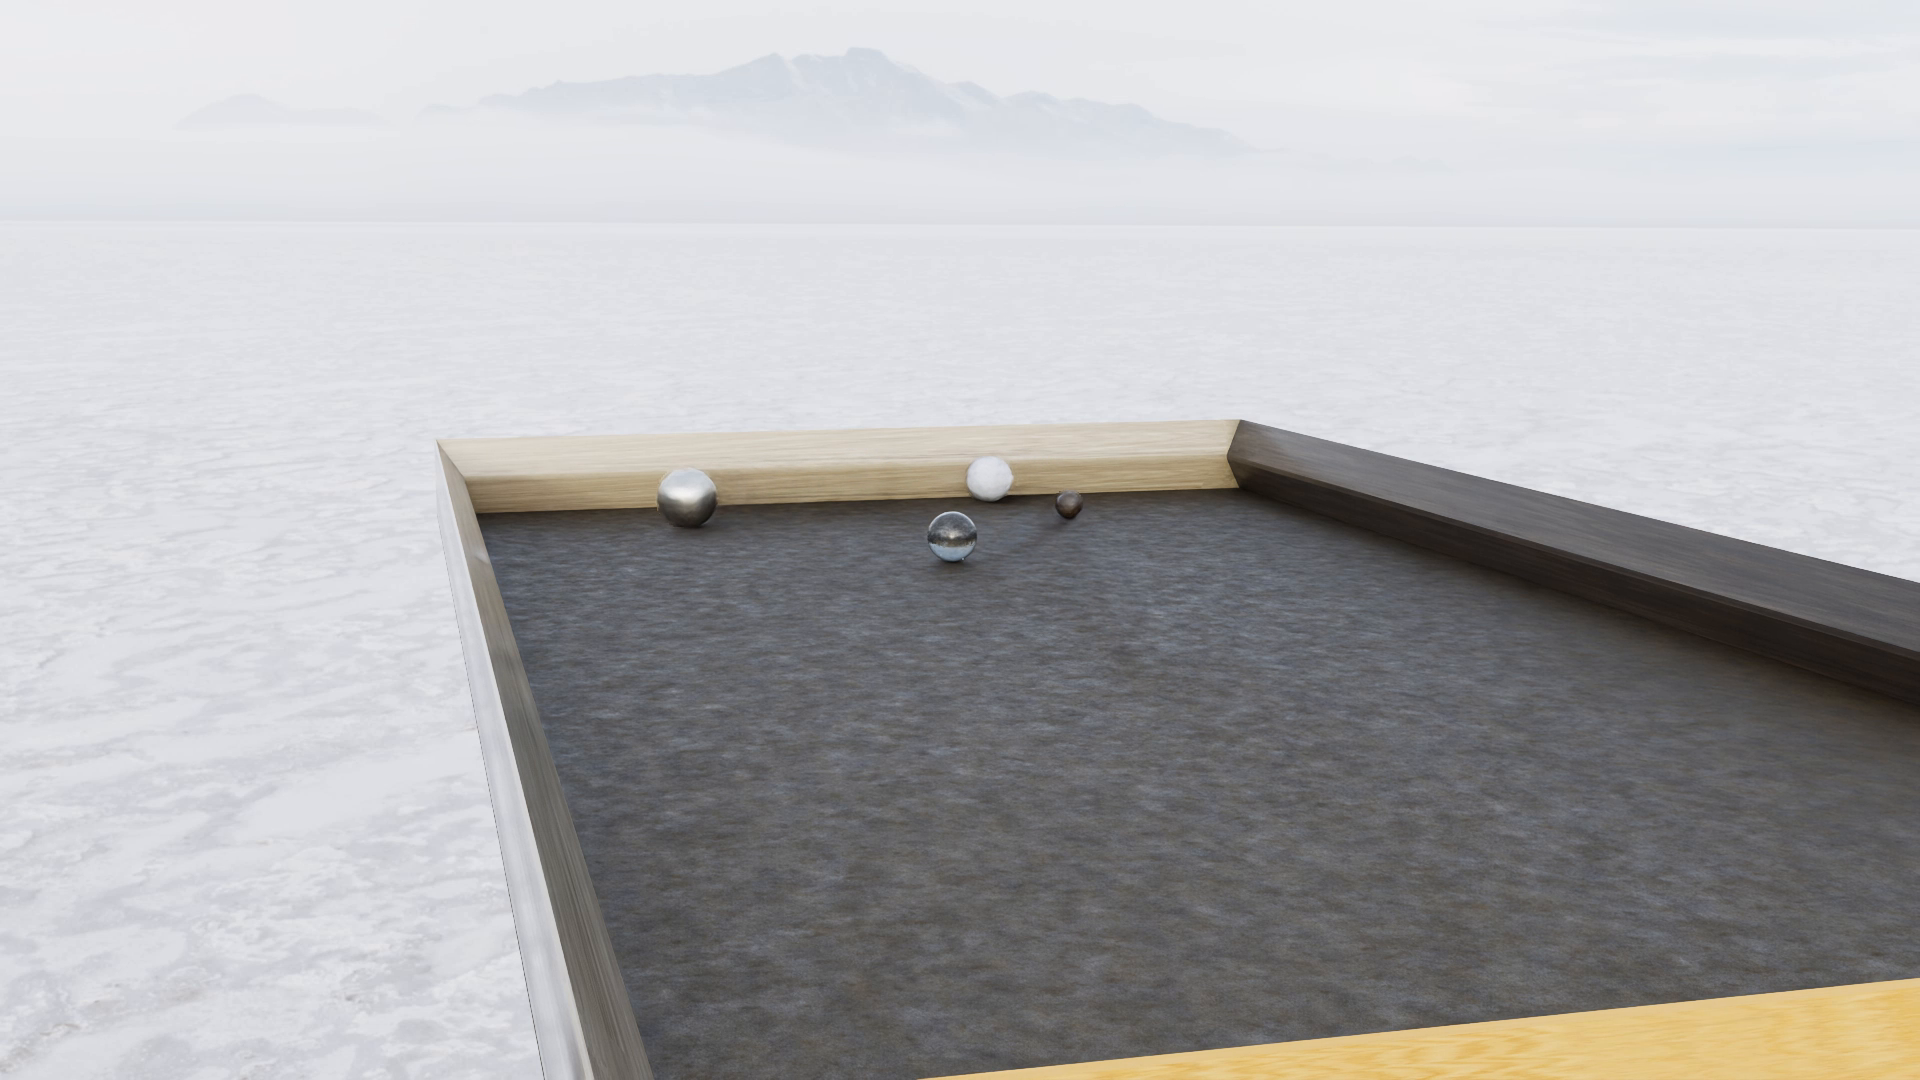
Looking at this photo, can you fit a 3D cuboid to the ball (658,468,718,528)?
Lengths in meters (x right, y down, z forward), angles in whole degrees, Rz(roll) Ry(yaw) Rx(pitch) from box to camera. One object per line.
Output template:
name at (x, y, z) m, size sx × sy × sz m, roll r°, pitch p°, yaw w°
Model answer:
ball at (-0.456, -0.071, 3.680) m, size 0.100 × 0.100 × 0.100 m, roll 0°, pitch 8°, yaw 0°

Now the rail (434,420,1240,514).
rail at (-0.183, -0.135, 3.999) m, size 1.500 × 0.130 × 0.045 m, roll -2°, pitch 9°, yaw -14°

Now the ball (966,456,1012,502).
ball at (0.054, -0.111, 4.002) m, size 0.085 × 0.085 × 0.085 m, roll 0°, pitch 8°, yaw 0°

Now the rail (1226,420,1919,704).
rail at (0.891, 0.048, 2.772) m, size 0.045 × 0.130 × 2.990 m, roll -2°, pitch 9°, yaw -14°

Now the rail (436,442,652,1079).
rail at (-0.514, 0.103, 2.410) m, size 0.045 × 0.130 × 2.990 m, roll -2°, pitch 9°, yaw -14°

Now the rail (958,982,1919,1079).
rail at (0.560, 0.286, 1.183) m, size 1.500 × 0.130 × 0.045 m, roll -2°, pitch 9°, yaw -14°

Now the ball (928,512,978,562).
ball at (-0.012, -0.005, 3.320) m, size 0.076 × 0.076 × 0.076 m, roll 0°, pitch 8°, yaw 0°

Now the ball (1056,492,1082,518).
ball at (0.188, -0.060, 3.791) m, size 0.045 × 0.045 × 0.045 m, roll 0°, pitch 8°, yaw 0°
